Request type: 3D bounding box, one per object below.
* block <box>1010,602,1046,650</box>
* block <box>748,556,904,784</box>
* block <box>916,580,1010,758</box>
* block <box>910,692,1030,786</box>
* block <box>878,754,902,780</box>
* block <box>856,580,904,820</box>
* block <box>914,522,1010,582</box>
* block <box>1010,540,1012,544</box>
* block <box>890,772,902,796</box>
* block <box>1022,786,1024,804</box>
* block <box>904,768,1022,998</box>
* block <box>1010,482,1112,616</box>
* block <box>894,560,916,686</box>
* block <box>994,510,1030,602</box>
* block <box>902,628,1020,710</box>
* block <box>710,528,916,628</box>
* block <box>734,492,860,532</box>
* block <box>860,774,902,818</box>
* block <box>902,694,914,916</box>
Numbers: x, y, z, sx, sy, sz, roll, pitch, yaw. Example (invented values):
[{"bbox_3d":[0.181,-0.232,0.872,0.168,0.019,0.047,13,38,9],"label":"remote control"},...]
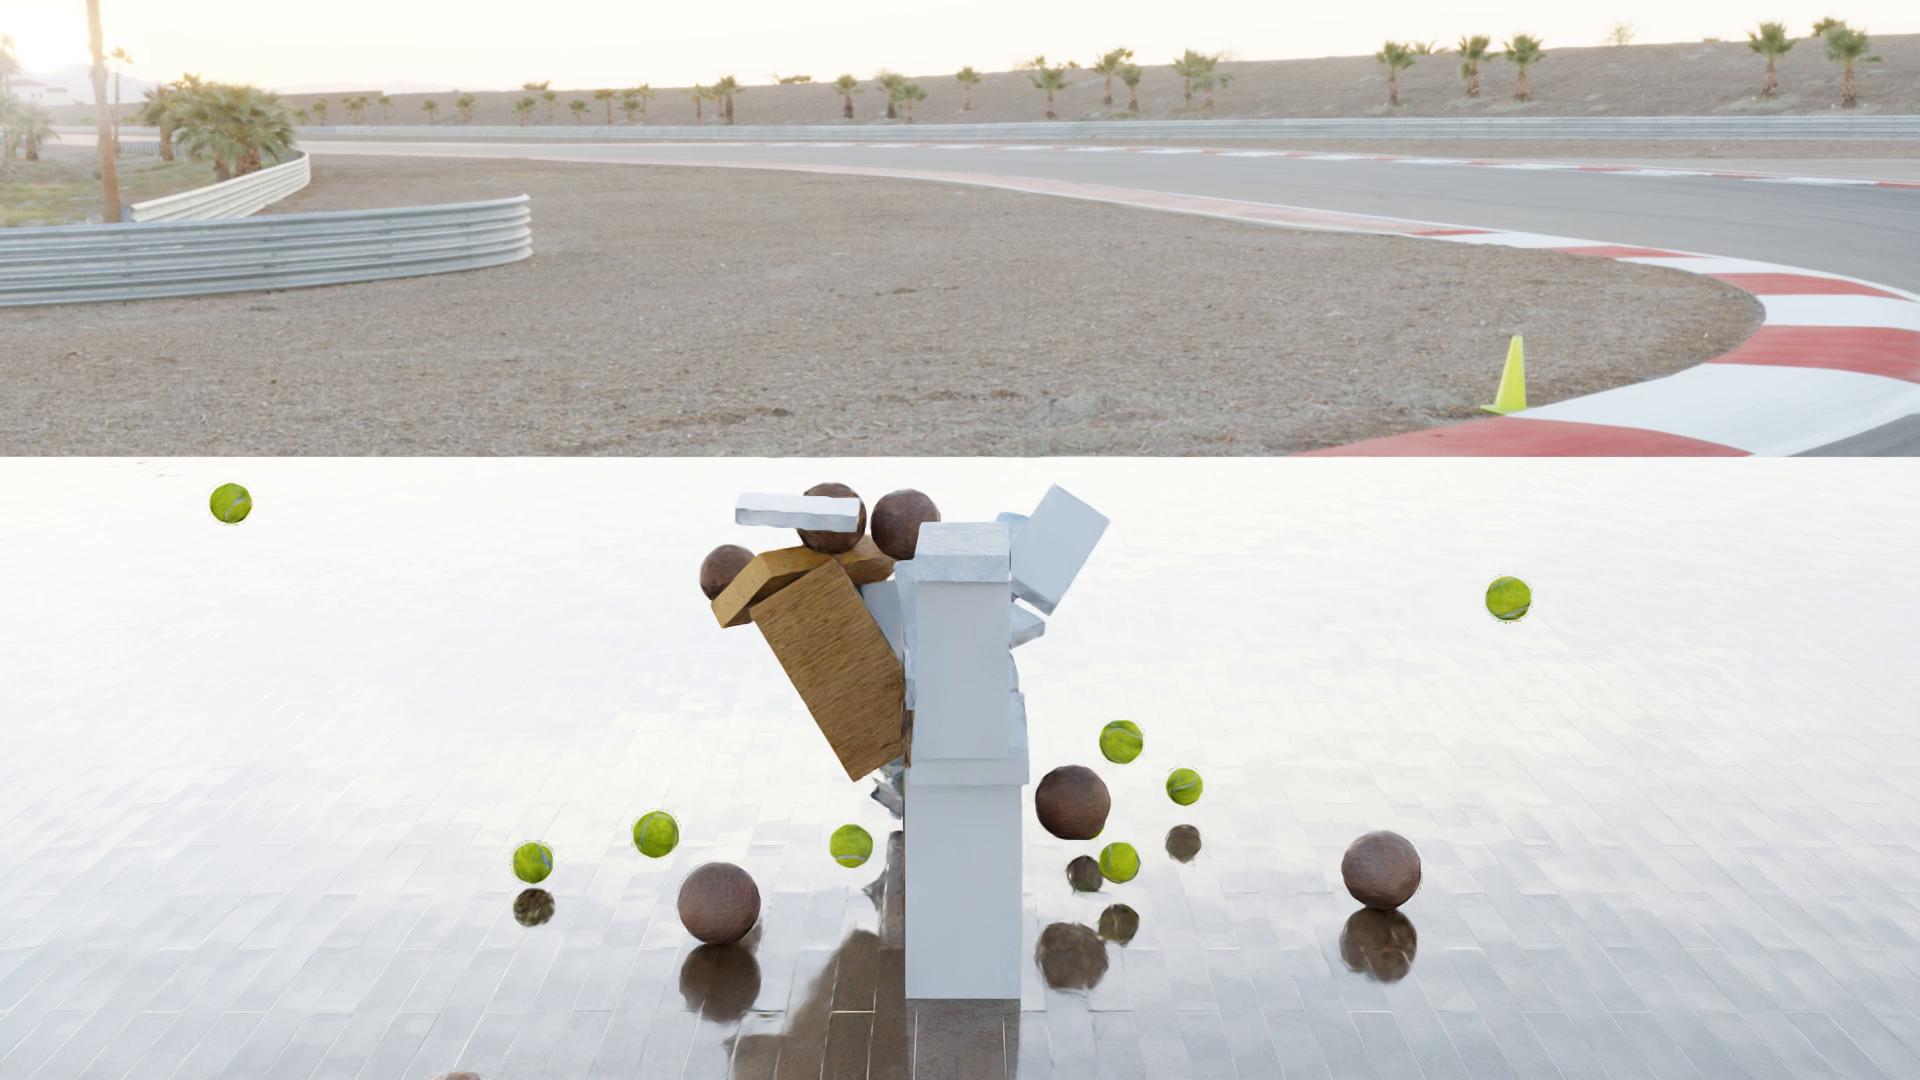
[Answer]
[{"bbox_3d":[0.032,0.153,3.560,0.203,0.029,0.101,-21,37,-40],"label":"block"},{"bbox_3d":[-0.201,0.225,3.835,0.176,0.353,0.050,-31,2,2],"label":"block"},{"bbox_3d":[0.005,0.176,3.079,0.130,0.259,0.037,0,13,1],"label":"block"},{"bbox_3d":[0.016,0.294,3.285,0.169,0.048,0.338,0,11,0],"label":"block"},{"bbox_3d":[-0.100,0.382,3.899,0.082,0.023,0.165,-31,3,2],"label":"block"},{"bbox_3d":[-0.072,0.283,4.041,0.176,0.432,0.050,-9,-1,-19],"label":"block"},{"bbox_3d":[0.005,0.015,3.133,0.130,0.037,0.259,0,10,1],"label":"block"},{"bbox_3d":[0.009,0.088,3.724,0.121,0.034,0.241,4,41,22],"label":"block"},{"bbox_3d":[-0.048,0.459,3.871,0.082,0.165,0.023,-32,27,0],"label":"block"},{"bbox_3d":[0.013,0.461,3.437,0.169,0.338,0.048,0,11,-1],"label":"block"},{"bbox_3d":[0.005,0.502,3.216,0.169,0.337,0.048,0,11,0],"label":"block"},{"bbox_3d":[0.155,0.014,3.714,0.121,0.034,0.241,33,46,3],"label":"block"},{"bbox_3d":[-0.030,0.137,3.340,0.101,0.224,0.029,-9,5,11],"label":"block"},{"bbox_3d":[0.063,0.055,3.820,0.121,0.034,0.241,11,53,38],"label":"block"},{"bbox_3d":[-0.003,0.208,3.632,0.178,0.050,0.356,0,11,-2],"label":"block"},{"bbox_3d":[-0.263,0.068,3.978,0.353,0.050,0.176,-10,-26,-46],"label":"block"},{"bbox_3d":[-0.272,-0.047,3.684,0.202,0.029,0.101,4,17,-1],"label":"block"},{"bbox_3d":[-0.100,0.480,3.937,0.165,0.023,0.082,36,1,-18],"label":"block"},{"bbox_3d":[-0.003,0.429,3.557,0.178,0.356,0.050,0,10,0],"label":"block"}]
